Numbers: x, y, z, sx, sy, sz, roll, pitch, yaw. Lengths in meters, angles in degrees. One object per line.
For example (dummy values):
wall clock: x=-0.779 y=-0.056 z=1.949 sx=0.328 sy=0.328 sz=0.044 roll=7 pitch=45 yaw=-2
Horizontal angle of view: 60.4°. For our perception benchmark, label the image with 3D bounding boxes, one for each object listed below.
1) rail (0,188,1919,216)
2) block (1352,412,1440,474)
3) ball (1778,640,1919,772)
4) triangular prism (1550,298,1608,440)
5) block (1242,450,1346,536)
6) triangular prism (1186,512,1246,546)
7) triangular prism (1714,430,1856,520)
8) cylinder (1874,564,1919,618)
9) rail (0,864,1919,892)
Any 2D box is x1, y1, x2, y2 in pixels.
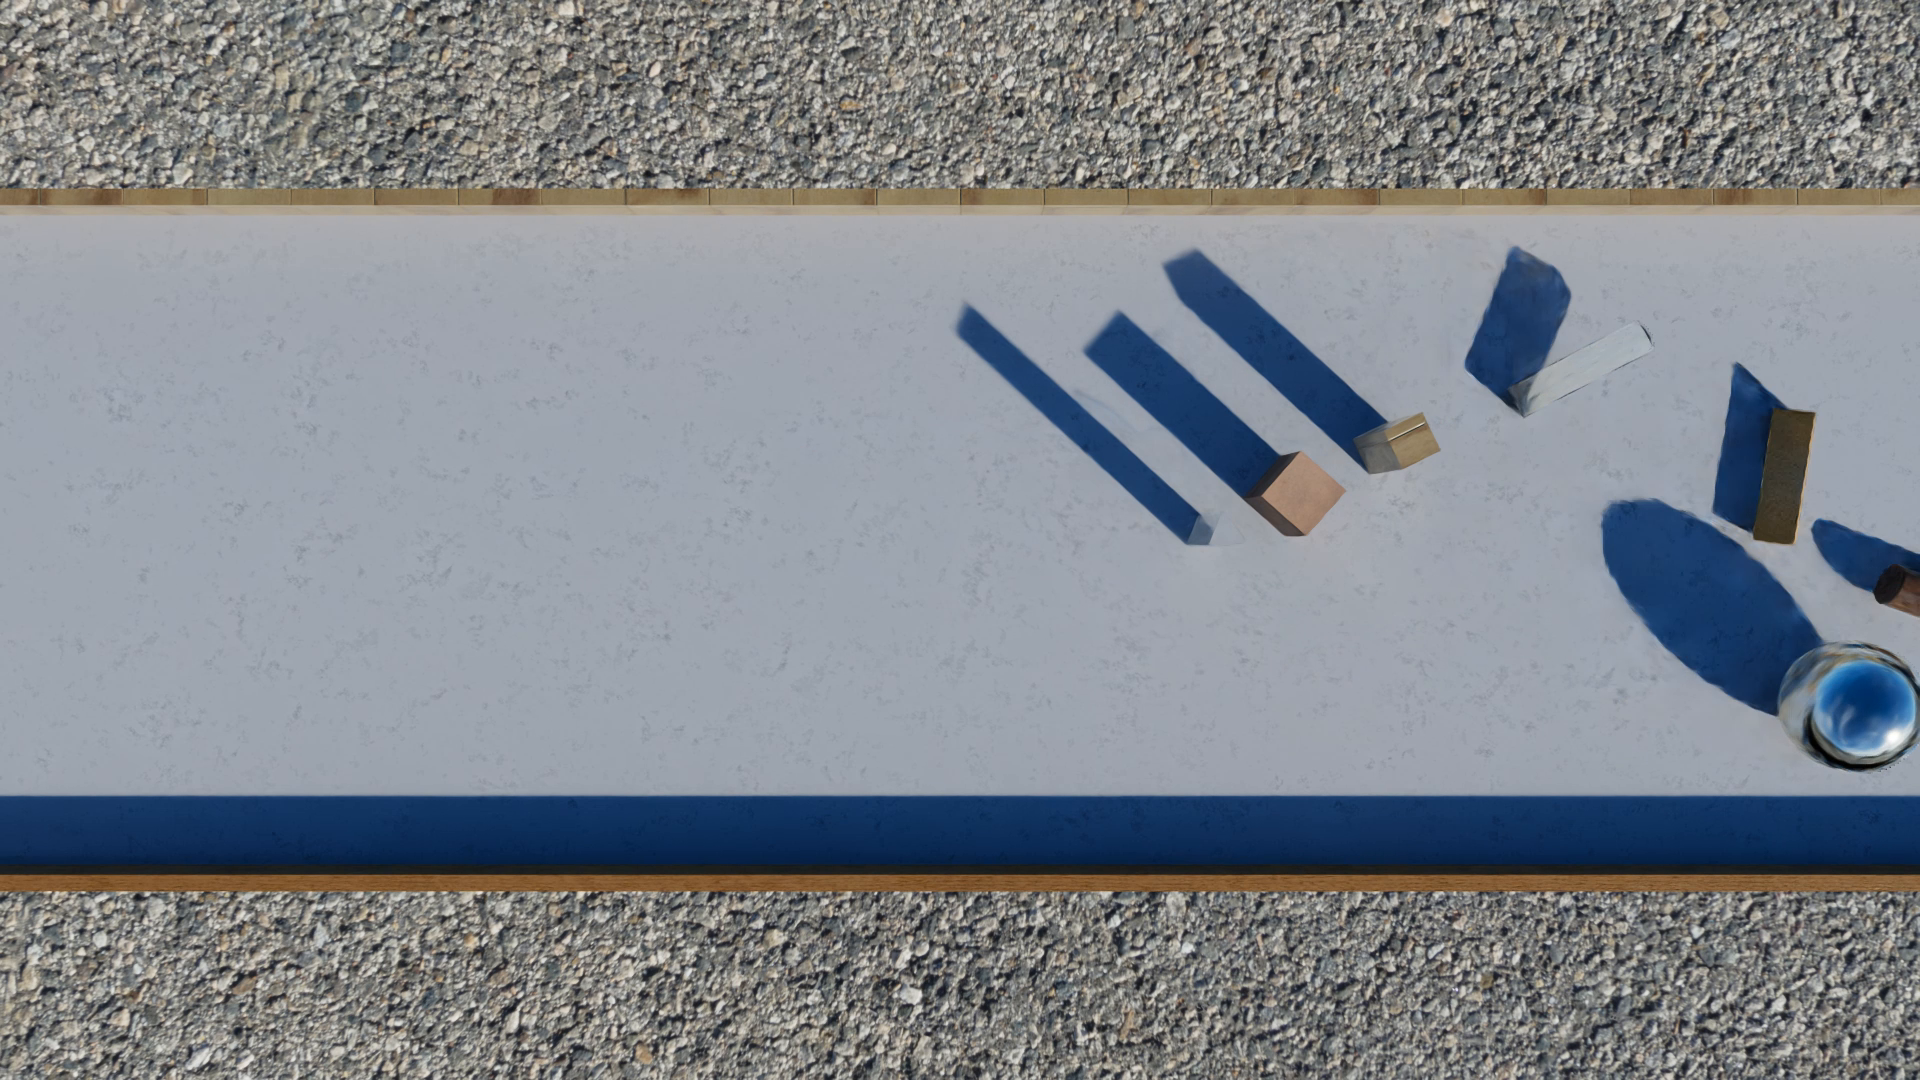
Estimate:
rail: x=-2.247 y=-1.025 z=5.002 sx=12.000 sy=0.150 sz=0.050 roll=0 pitch=90 yaw=0
block: x=1.290 y=-0.283 z=4.889 sx=0.122 sy=0.375 sz=0.122 roll=-26 pitch=90 yaw=0
ball: x=2.637 y=0.492 z=4.882 sx=0.390 sy=0.390 sz=0.390 roll=0 pitch=90 yaw=0
triangular prism: x=1.881 y=-0.513 z=4.971 sx=0.103 sy=0.089 sz=0.419 roll=8 pitch=92 yaw=-30
block: x=0.993 y=-0.135 z=4.918 sx=0.175 sy=0.316 sz=0.175 roll=41 pitch=90 yaw=0
triangular prism: x=0.743 y=-0.034 z=4.849 sx=0.104 sy=0.456 sz=0.090 roll=-7 pitch=90 yaw=0
triangular prism: x=2.504 y=-0.187 z=5.001 sx=0.404 sy=0.100 sz=0.116 roll=-29 pitch=87 yaw=16
cylinder: x=2.993 y=0.197 z=5.013 sx=0.365 sy=0.128 sz=0.128 roll=21 pitch=90 yaw=0
rail: x=-2.247 y=1.025 z=5.001 sx=12.000 sy=0.150 sz=0.050 roll=0 pitch=90 yaw=0
